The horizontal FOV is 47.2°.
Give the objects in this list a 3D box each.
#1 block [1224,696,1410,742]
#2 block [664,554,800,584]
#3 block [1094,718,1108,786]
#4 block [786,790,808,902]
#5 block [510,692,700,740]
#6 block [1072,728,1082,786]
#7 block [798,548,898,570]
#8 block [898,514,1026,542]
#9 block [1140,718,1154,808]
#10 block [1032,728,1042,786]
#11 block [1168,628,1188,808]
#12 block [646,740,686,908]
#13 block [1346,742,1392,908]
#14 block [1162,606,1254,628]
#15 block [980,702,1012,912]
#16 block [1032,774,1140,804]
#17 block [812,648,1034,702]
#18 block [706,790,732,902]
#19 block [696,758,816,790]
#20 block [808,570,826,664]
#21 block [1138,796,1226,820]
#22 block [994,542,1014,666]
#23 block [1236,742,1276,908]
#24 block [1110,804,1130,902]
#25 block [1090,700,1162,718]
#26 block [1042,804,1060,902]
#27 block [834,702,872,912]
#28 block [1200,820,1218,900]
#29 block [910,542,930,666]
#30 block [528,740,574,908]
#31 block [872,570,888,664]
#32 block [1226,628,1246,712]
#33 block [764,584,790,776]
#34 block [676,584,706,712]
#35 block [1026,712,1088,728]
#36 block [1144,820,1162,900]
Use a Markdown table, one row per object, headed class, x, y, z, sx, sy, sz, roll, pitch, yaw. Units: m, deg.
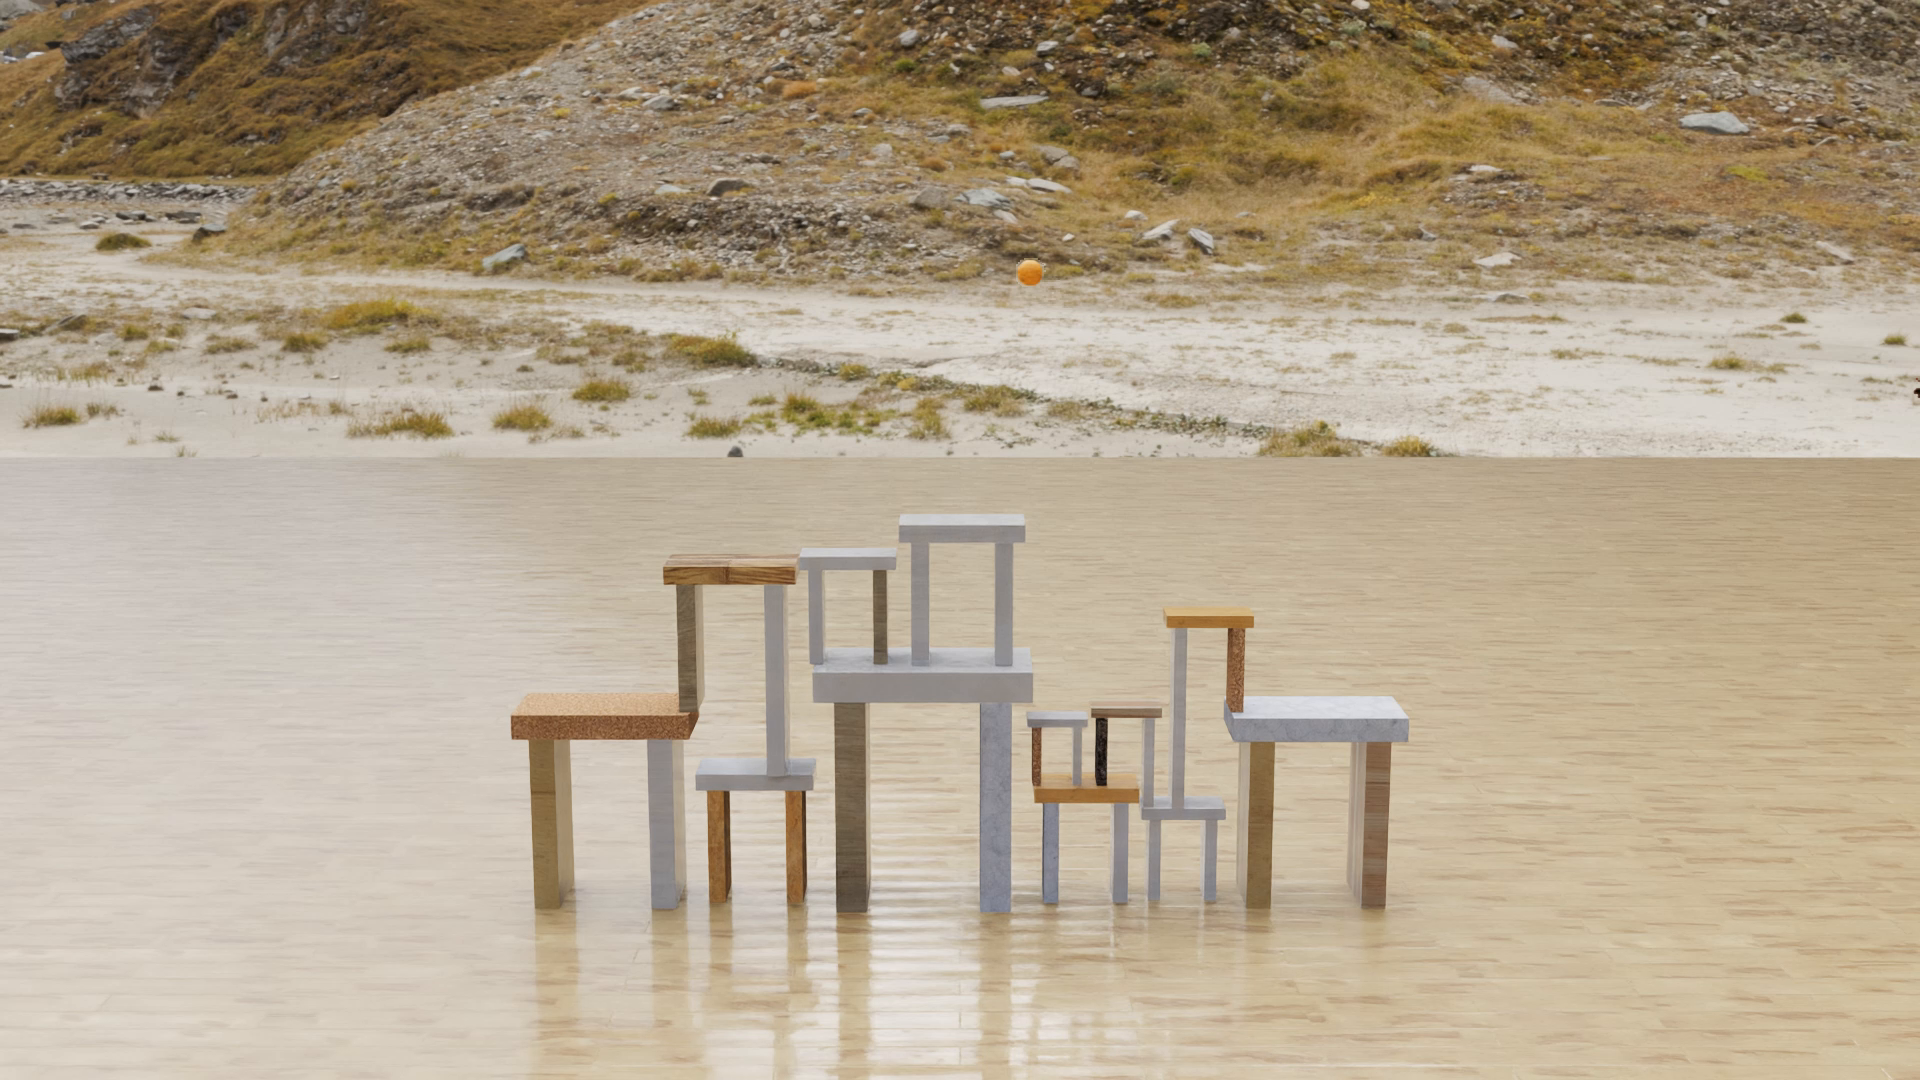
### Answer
| class | x | y | z | sx | sy | sz | roll | pitch | yaw |
| --- | --- | --- | --- | --- | --- | --- | --- | --- | --- |
| block | 0.582 | 0.294 | 3.612 | 0.282 | 0.040 | 0.141 | 0 | 11 | 0 |
| block | -0.369 | 0.047 | 3.566 | 0.211 | 0.030 | 0.105 | 0 | 11 | 0 |
| block | 0.233 | 0.341 | 3.623 | 0.016 | 0.115 | 0.058 | 0 | 11 | 0 |
| block | -0.272 | 0.495 | 3.656 | 0.027 | 0.192 | 0.096 | 0 | 11 | 0 |
| block | -0.580 | 0.289 | 3.612 | 0.286 | 0.041 | 0.143 | 0 | 11 | 0 |
| block | 0.192 | 0.350 | 3.621 | 0.014 | 0.099 | 0.049 | 0 | 11 | 0 |
| block | -0.181 | 0.031 | 3.568 | 0.156 | 0.022 | 0.078 | 0 | 11 | 0 |
| block | 0.003 | -0.019 | 3.560 | 0.203 | 0.029 | 0.101 | 0 | 11 | 0 |
| block | 0.310 | 0.360 | 3.626 | 0.016 | 0.152 | 0.058 | 0 | 11 | 0 |
| block | 0.126 | 0.350 | 3.621 | 0.014 | 0.099 | 0.050 | 0 | 11 | 0 |
| block | 0.357 | 0.285 | 3.612 | 0.020 | 0.304 | 0.070 | 0 | 11 | 0 |
| block | -0.485 | 0.450 | 3.641 | 0.041 | 0.286 | 0.143 | 0 | 11 | 0 |
| block | 0.676 | 0.452 | 3.641 | 0.040 | 0.282 | 0.141 | 0 | 11 | 0 |
| block | 0.404 | 0.126 | 3.582 | 0.140 | 0.020 | 0.070 | 0 | 11 | 0 |
| block | 0.058 | 0.417 | 3.635 | 0.050 | 0.352 | 0.176 | 0 | 11 | 0 |
| block | 0.207 | 0.410 | 3.634 | 0.171 | 0.024 | 0.086 | 0 | 11 | 0 |
| block | -0.059 | 0.220 | 3.598 | 0.352 | 0.050 | 0.176 | 0 | 11 | 0 |
| block | -0.400 | 0.495 | 3.656 | 0.027 | 0.192 | 0.096 | 0 | 11 | 0 |
| block | -0.336 | 0.387 | 3.636 | 0.192 | 0.027 | 0.096 | 0 | 11 | 0 |
| block | -0.233 | 0.118 | 3.584 | 0.022 | 0.156 | 0.078 | 0 | 11 | 0 |
| block | 0.367 | 0.444 | 3.643 | 0.139 | 0.020 | 0.069 | 0 | 11 | 0 |
| block | 0.071 | 0.095 | 3.581 | 0.029 | 0.203 | 0.101 | 0 | 11 | 0 |
| block | 0.488 | 0.452 | 3.641 | 0.040 | 0.282 | 0.141 | 0 | 11 | 0 |
| block | 0.264 | 0.506 | 3.651 | 0.024 | 0.171 | 0.086 | 0 | 11 | 0 |
| block | 0.271 | 0.277 | 3.611 | 0.115 | 0.016 | 0.058 | 0 | 11 | 0 |
| block | 0.150 | 0.506 | 3.651 | 0.024 | 0.171 | 0.086 | 0 | 11 | 0 |
| block | -0.176 | 0.417 | 3.635 | 0.050 | 0.352 | 0.176 | 0 | 11 | 0 |
| block | 0.413 | 0.522 | 3.658 | 0.020 | 0.139 | 0.069 | 0 | 11 | 0 |
| block | -0.064 | 0.095 | 3.581 | 0.029 | 0.203 | 0.101 | 0 | 11 | 0 |
| block | -0.675 | 0.450 | 3.641 | 0.041 | 0.286 | 0.143 | 0 | 11 | 0 |
| block | -0.129 | 0.118 | 3.584 | 0.022 | 0.156 | 0.078 | 0 | 11 | 0 |
| block | 0.451 | 0.205 | 3.597 | 0.020 | 0.140 | 0.070 | 0 | 11 | 0 |
| block | -0.299 | 0.219 | 3.598 | 0.030 | 0.318 | 0.105 | 0 | 11 | 0 |
| block | -0.439 | 0.166 | 3.588 | 0.030 | 0.211 | 0.105 | 0 | 11 | 0 |
| block | 0.159 | 0.294 | 3.611 | 0.099 | 0.014 | 0.049 | 0 | 11 | 0 |
| block | 0.321 | 0.522 | 3.658 | 0.020 | 0.139 | 0.069 | 0 | 11 | 0 |
